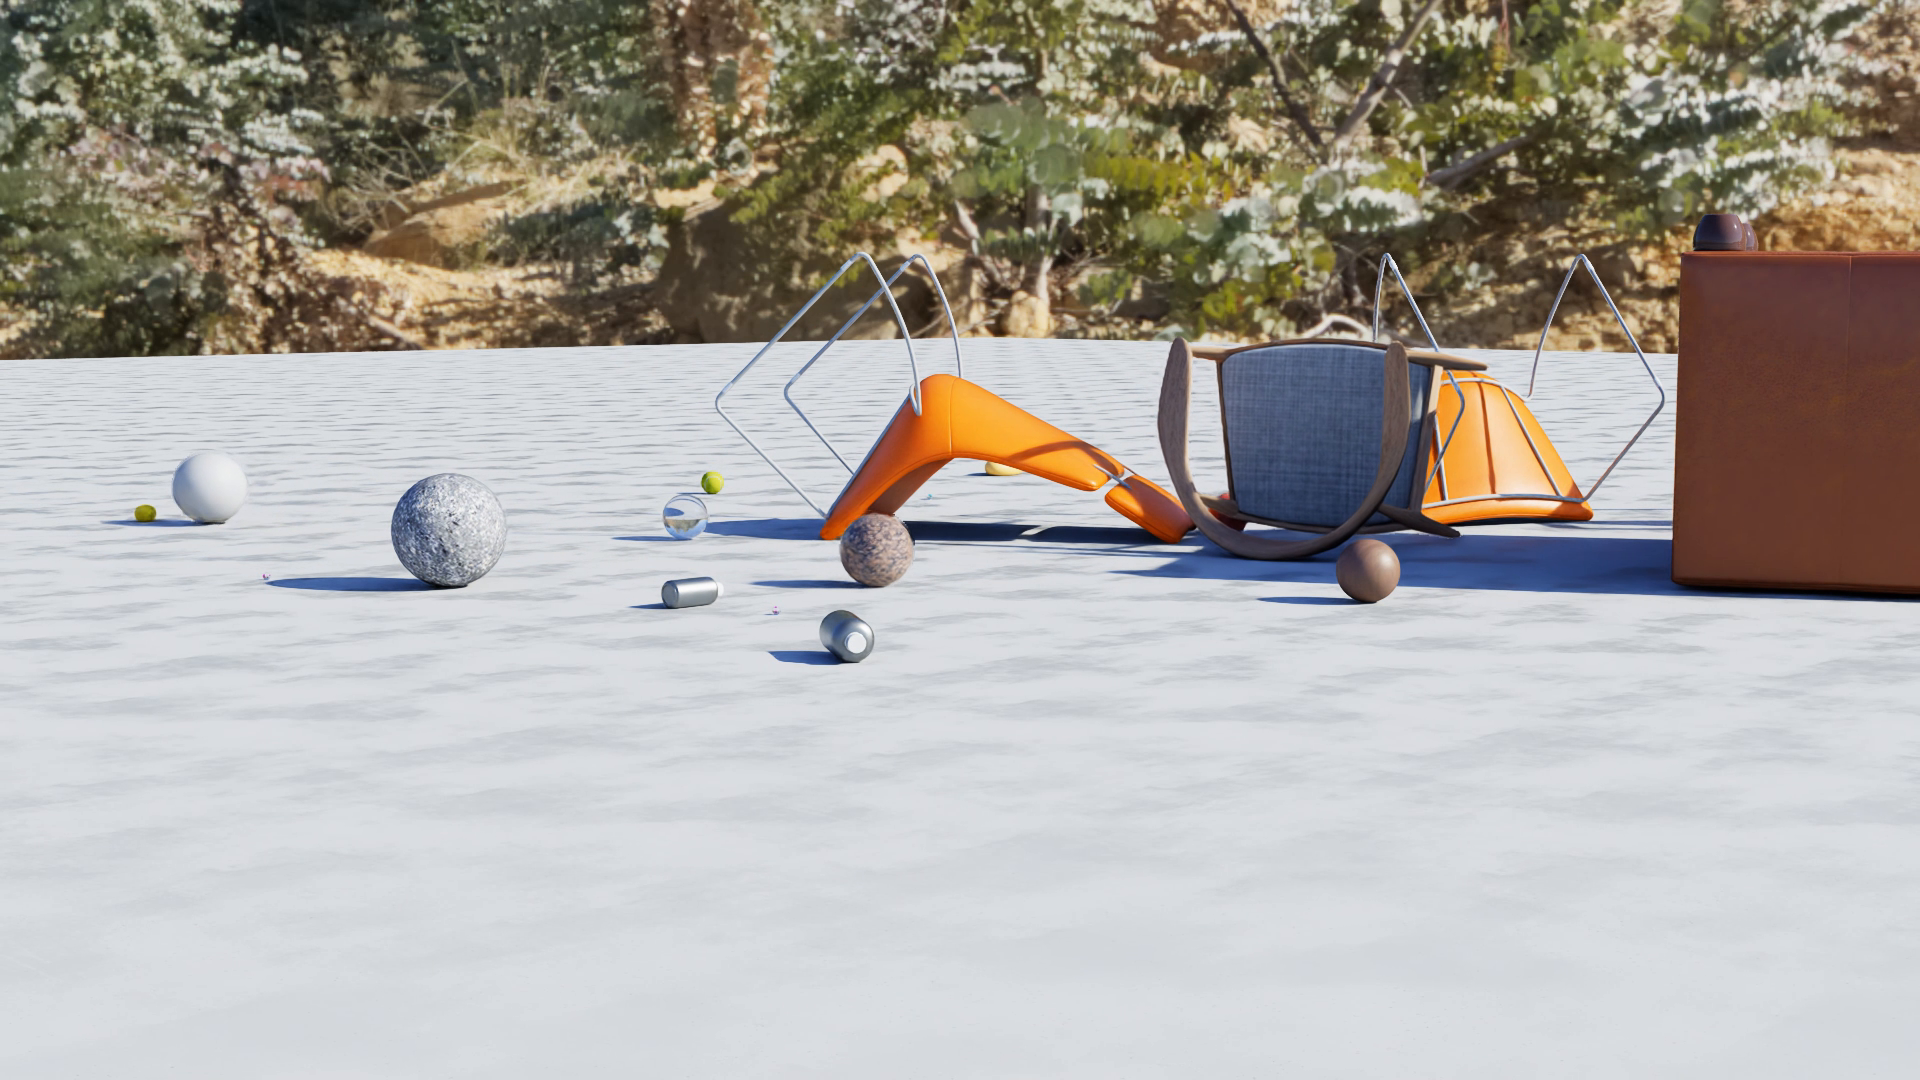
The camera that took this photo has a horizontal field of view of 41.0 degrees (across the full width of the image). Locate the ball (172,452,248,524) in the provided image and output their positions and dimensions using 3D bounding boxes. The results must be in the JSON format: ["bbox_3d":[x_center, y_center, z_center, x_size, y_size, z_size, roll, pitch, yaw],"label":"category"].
[{"bbox_3d":[-1.993,-0.138,6.816,0.191,0.191,0.191,0,6,0],"label":"ball"}]

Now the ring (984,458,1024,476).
[{"bbox_3d":[0.147,-0.242,8.523,0.112,0.049,0.196,4,6,25],"label":"ring"}]

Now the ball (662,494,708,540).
[{"bbox_3d":[-0.687,-0.058,6.411,0.115,0.115,0.115,0,6,0],"label":"ball"}]

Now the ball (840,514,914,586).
[{"bbox_3d":[-0.178,0.021,5.443,0.157,0.157,0.157,0,6,0],"label":"ball"}]

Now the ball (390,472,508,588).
[{"bbox_3d":[-1.081,-0.021,5.434,0.242,0.242,0.242,0,6,0],"label":"ball"}]

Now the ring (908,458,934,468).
[{"bbox_3d":[-0.135,-0.267,8.884,0.091,0.025,0.102,-2,7,-9],"label":"ring"}]
